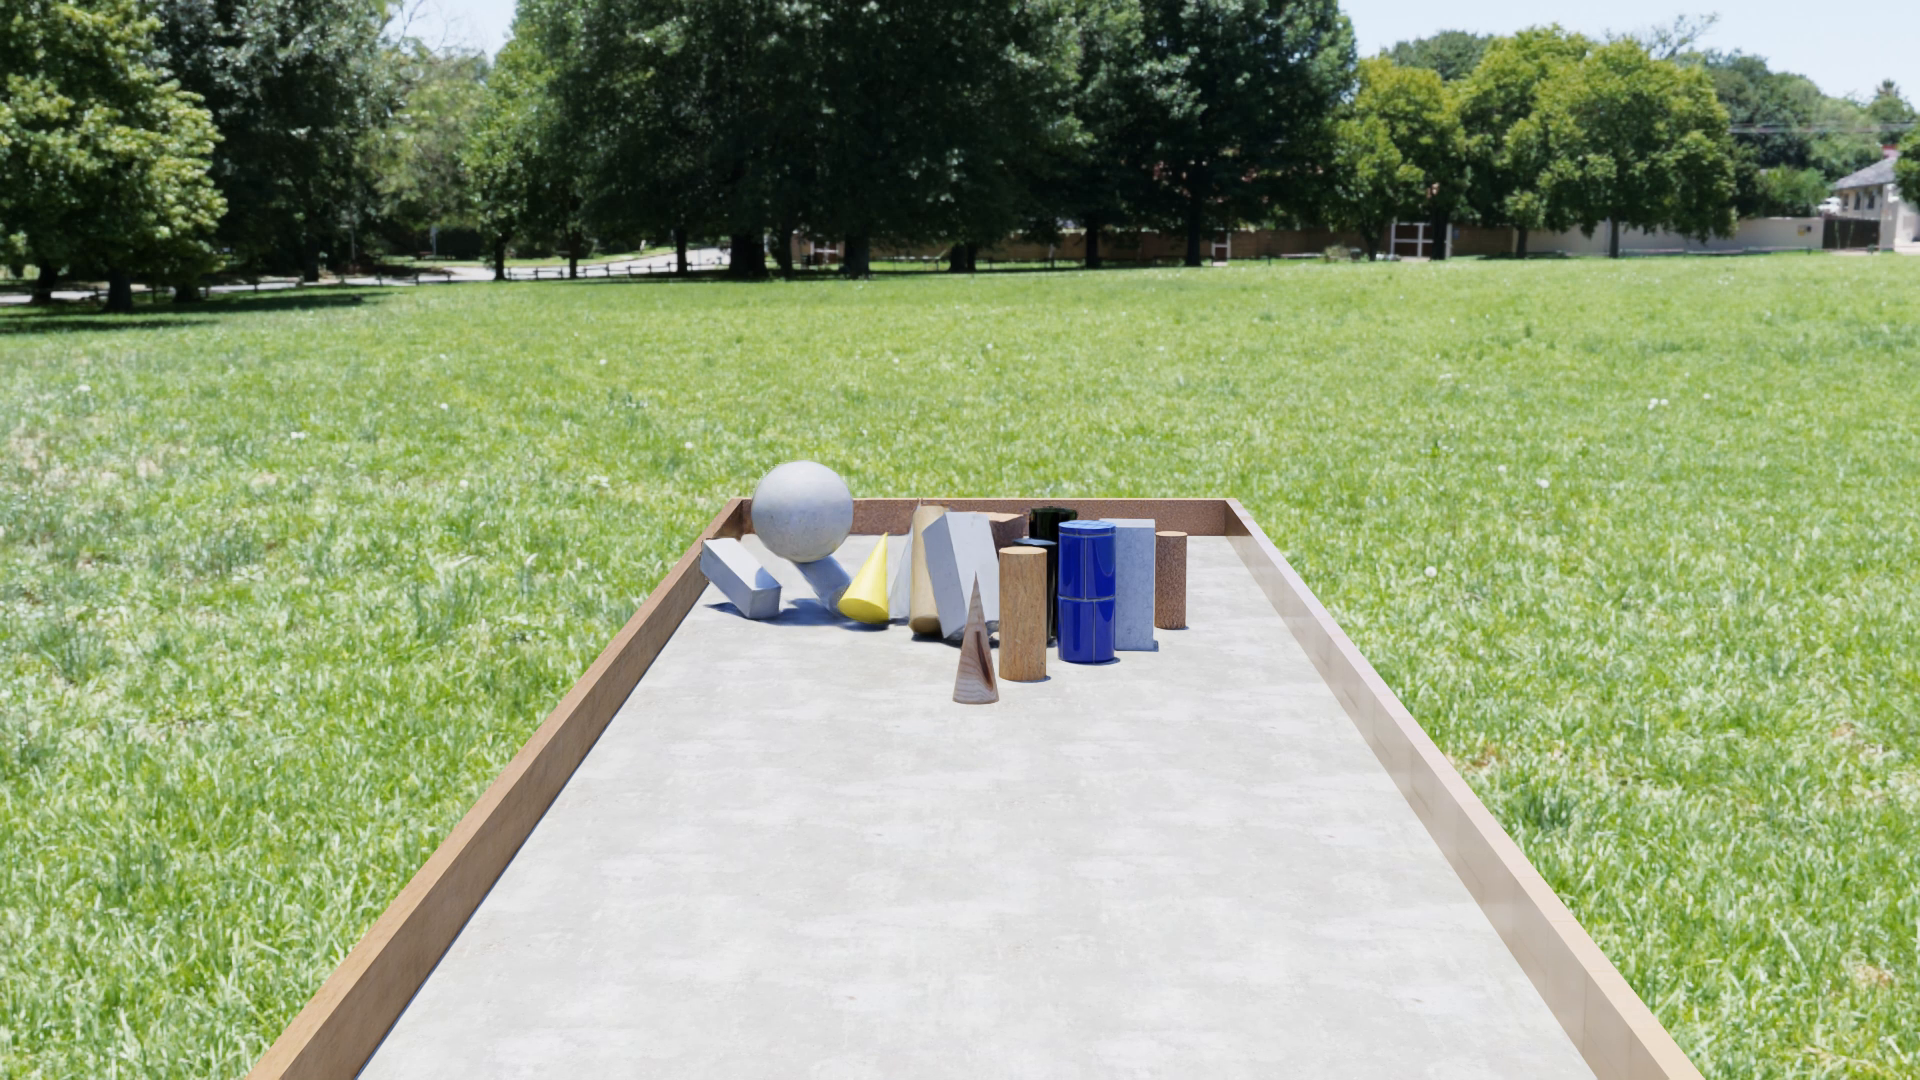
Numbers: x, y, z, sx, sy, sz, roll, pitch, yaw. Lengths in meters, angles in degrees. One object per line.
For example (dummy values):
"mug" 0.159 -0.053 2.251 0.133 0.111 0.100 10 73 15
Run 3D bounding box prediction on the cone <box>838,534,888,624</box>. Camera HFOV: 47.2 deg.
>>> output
"cone" -0.281 0.102 7.262 0.172 0.305 0.172 12 -28 6

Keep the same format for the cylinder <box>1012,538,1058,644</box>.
"cylinder" 0.227 0.163 6.933 0.141 0.317 0.141 4 7 0

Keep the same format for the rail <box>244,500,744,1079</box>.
"rail" -1.004 0.839 3.234 0.050 0.150 12.000 0 9 1

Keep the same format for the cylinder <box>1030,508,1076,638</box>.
"cylinder" 0.291 0.104 7.058 0.149 0.398 0.149 2 6 0

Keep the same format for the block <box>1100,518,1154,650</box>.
"block" 0.522 0.137 6.908 0.173 0.386 0.173 1 9 4

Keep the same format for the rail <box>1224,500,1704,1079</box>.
"rail" 1.046 0.843 3.208 0.050 0.150 12.000 0 9 1

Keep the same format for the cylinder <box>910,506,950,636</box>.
"cylinder" -0.091 0.098 7.104 0.133 0.406 0.133 1 -29 0

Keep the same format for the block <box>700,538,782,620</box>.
"block" -0.744 0.128 7.459 0.112 0.112 0.359 -8 32 -33

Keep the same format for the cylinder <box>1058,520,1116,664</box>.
"cylinder" 0.386 0.157 6.700 0.176 0.413 0.176 0 9 0

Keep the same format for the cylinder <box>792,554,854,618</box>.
"cylinder" -0.473 0.107 7.505 0.126 0.126 0.415 -5 30 -27

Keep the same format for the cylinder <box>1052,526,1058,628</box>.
"cylinder" 0.380 0.120 7.188 0.163 0.323 0.163 1 5 0

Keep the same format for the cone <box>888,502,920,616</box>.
"cone" -0.154 0.059 7.308 0.154 0.392 0.154 6 -2 0

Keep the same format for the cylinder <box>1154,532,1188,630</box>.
"cylinder" 0.689 0.131 7.197 0.103 0.308 0.103 0 9 0

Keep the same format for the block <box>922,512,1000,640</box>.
"block" 0.018 0.114 6.972 0.157 0.368 0.157 1 -24 -33

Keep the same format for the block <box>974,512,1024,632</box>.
"block" 0.099 0.102 7.209 0.168 0.361 0.168 4 9 23

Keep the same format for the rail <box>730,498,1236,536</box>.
"rail" 0.099 -0.098 9.147 2.100 0.150 0.050 0 9 1

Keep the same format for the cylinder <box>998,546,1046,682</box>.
"cylinder" 0.184 0.216 6.450 0.139 0.375 0.139 0 9 0

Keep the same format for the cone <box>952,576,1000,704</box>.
"cone" 0.044 0.268 6.153 0.134 0.365 0.134 0 9 0

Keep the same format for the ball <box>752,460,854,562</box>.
"ball" -0.526 -0.094 7.343 0.342 0.342 0.342 0 9 0
